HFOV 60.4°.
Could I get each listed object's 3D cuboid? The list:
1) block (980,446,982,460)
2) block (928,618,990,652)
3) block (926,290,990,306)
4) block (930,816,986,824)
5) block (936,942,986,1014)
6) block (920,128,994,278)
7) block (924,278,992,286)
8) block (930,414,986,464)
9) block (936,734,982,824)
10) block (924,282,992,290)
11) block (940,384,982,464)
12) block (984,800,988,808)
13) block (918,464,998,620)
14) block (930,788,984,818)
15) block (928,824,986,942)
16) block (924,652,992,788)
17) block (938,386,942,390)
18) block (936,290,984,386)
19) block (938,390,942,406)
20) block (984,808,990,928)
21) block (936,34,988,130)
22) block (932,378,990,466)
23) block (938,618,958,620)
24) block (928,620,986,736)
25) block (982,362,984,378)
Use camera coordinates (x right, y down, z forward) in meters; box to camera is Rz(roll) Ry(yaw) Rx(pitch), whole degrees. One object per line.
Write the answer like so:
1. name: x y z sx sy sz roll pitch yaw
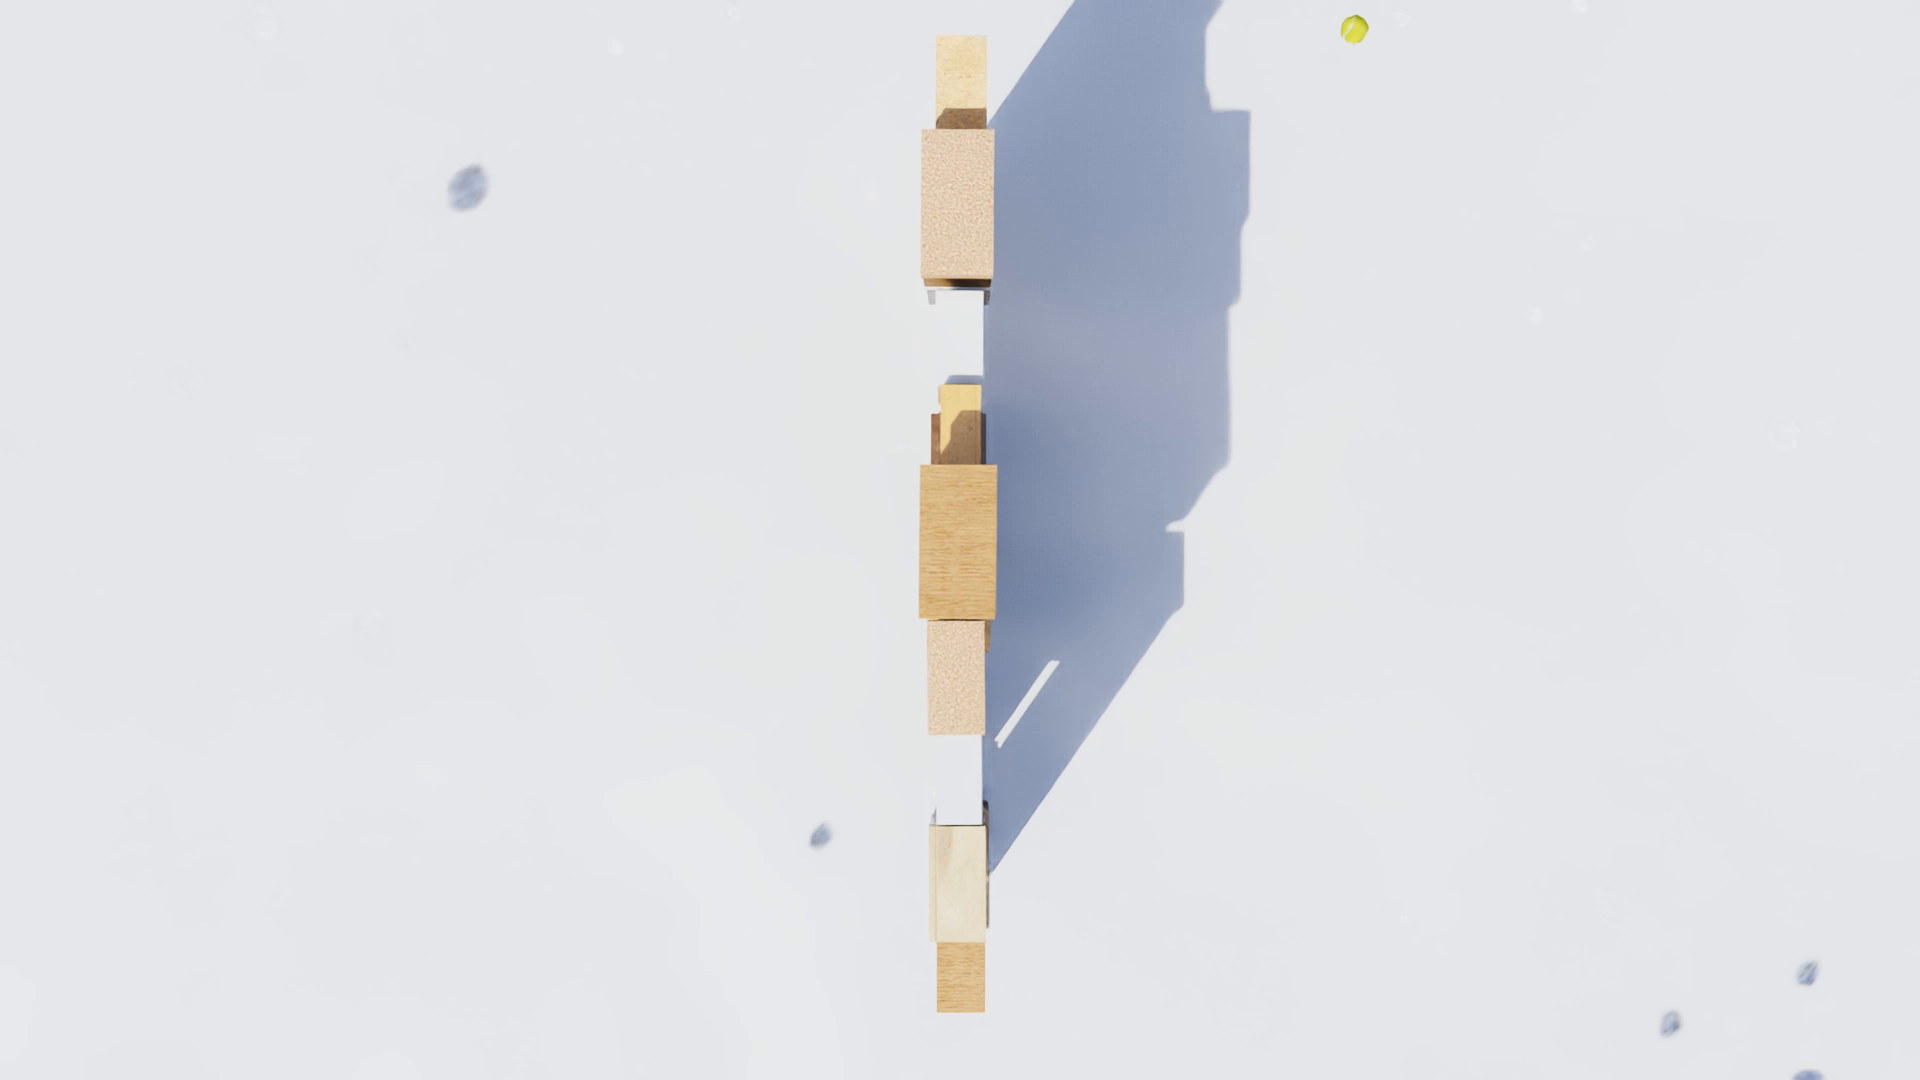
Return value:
1. block: 0.004 -0.211 4.099 0.096 0.193 0.027 0 89 0
2. block: -0.002 0.172 4.615 0.173 0.049 0.347 1 90 0
3. block: -0.003 -0.699 4.485 0.173 0.488 0.049 0 90 0
4. block: -0.006 0.718 4.043 0.135 0.271 0.038 0 90 0
5. block: 0.003 1.074 4.192 0.123 0.035 0.247 0 90 0
6. block: -0.006 -0.780 3.832 0.168 0.048 0.337 0 90 0
7. block: -0.007 -0.668 4.024 0.168 0.337 0.048 0 90 0
8. block: -0.004 -0.182 4.216 0.140 0.040 0.281 0 90 0
9. block: -0.002 0.561 3.877 0.106 0.030 0.212 0 90 0
10. block: -0.003 -0.815 4.217 0.173 0.049 0.346 0 90 0
11. block: 0.002 -0.278 3.989 0.096 0.027 0.193 0 90 0
12. block: 0.001 0.802 4.769 0.163 0.326 0.046 0 90 0
13. block: -0.005 0.004 3.816 0.177 0.050 0.355 1 90 0
14. block: -0.008 0.756 4.197 0.134 0.038 0.268 0 90 0
15. block: -0.007 0.808 3.888 0.135 0.038 0.271 0 90 0
16. block: -0.004 0.449 4.127 0.167 0.047 0.334 0 90 0
17. block: -0.002 -0.413 4.207 0.116 0.304 0.033 1 90 0
18. block: -0.002 -0.492 4.038 0.116 0.033 0.232 0 90 0
19. block: -0.002 -0.484 4.514 0.116 0.033 0.232 0 90 0
20. block: 0.001 0.911 4.583 0.163 0.046 0.326 0 90 0
21. block: 0.003 -1.076 3.930 0.122 0.035 0.245 0 90 0
22. block: 0.002 -0.297 4.786 0.169 0.048 0.337 0 90 0
23. block: -0.003 0.173 4.366 0.105 0.030 0.210 0 90 0
24. block: -0.009 0.318 3.821 0.132 0.037 0.264 0 90 0
25. block: 0.000 -0.398 5.169 0.154 0.044 0.309 0 90 0
